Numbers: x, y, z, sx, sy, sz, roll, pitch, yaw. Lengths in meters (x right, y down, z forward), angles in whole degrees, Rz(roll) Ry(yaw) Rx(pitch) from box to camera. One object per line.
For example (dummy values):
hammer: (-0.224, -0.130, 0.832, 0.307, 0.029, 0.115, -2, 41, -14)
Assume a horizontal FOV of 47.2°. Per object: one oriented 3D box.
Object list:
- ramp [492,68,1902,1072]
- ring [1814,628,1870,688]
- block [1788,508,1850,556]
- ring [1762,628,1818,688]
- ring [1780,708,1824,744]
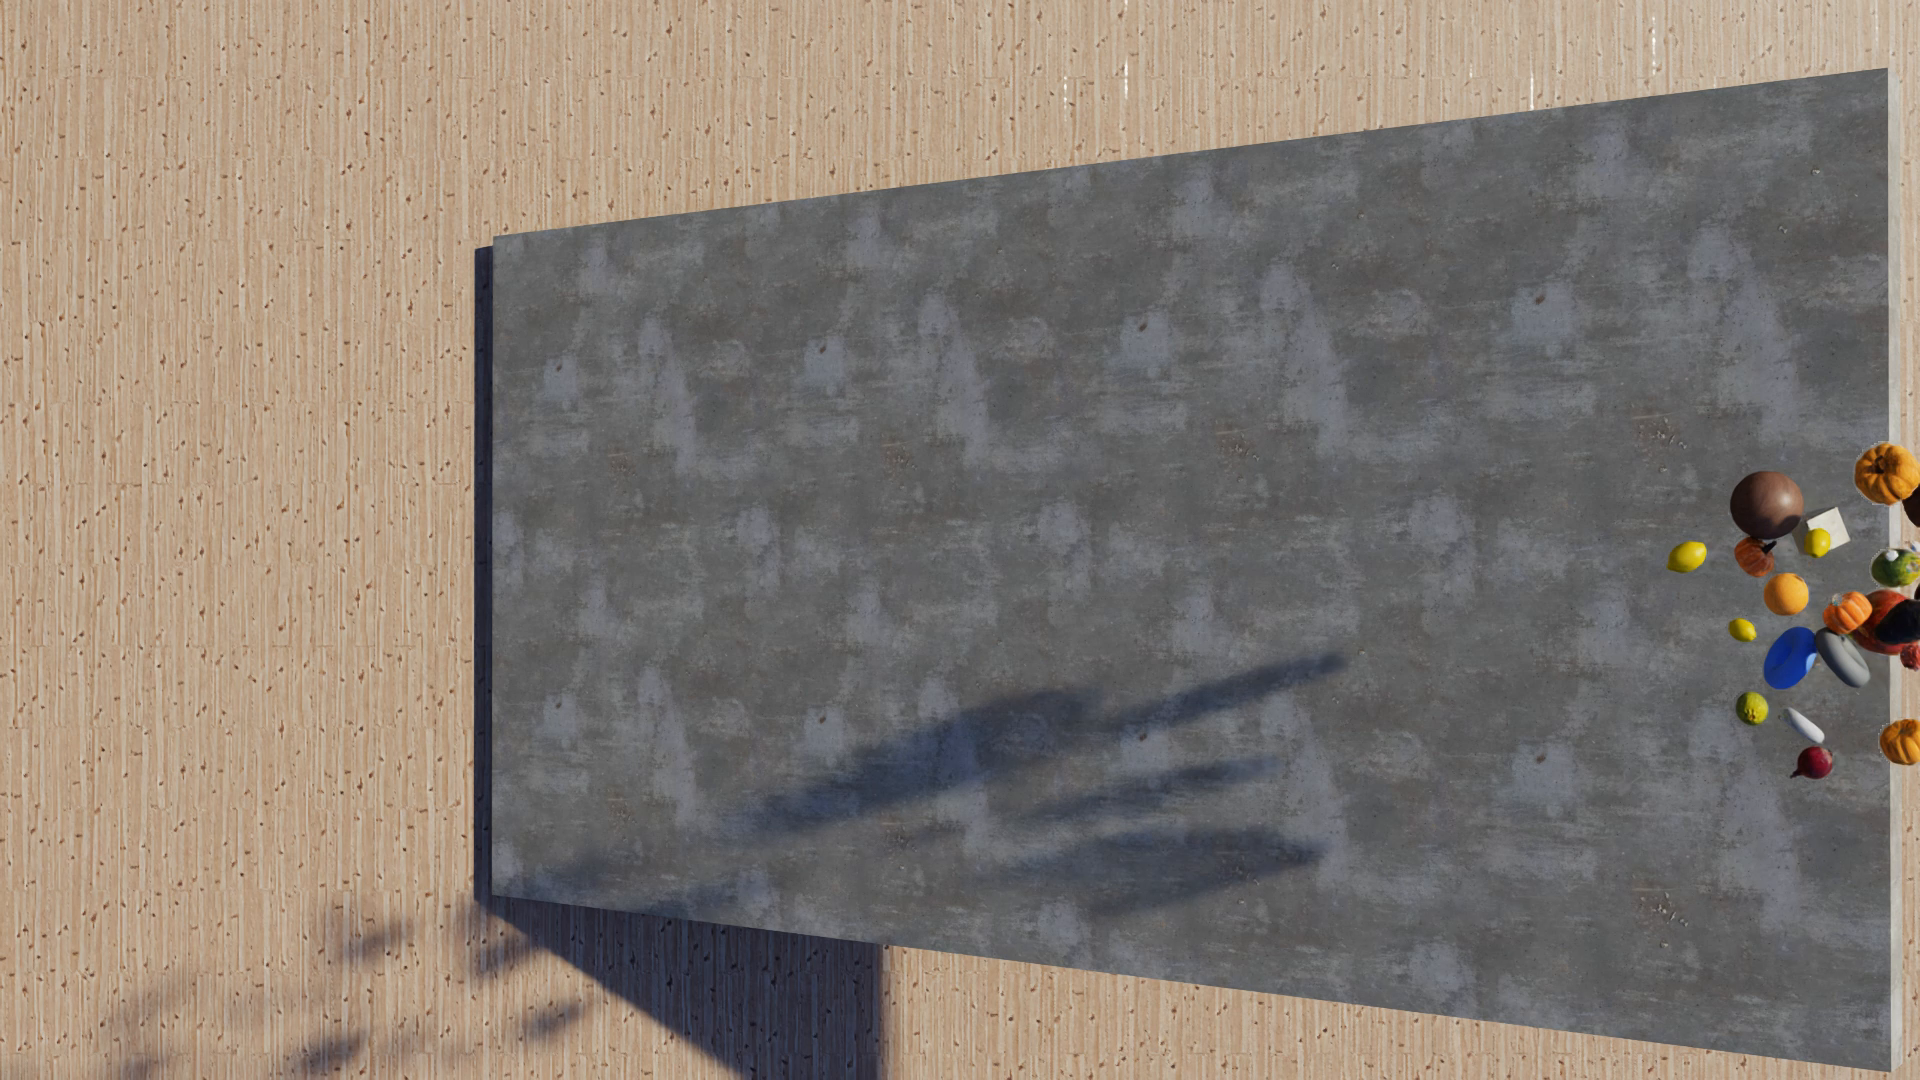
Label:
ramp: (0.244, 0.067, 5.568, 4.000, 0.100, 2.000, 0, 89, 35)
ring: (1.467, 0.195, 3.657, 0.038, 0.115, 0.115, -42, 90, 26)
block: (1.630, -0.016, 4.177, 0.068, 0.068, 0.068, -23, 93, -9)
ring: (1.413, 0.201, 3.741, 0.039, 0.116, 0.116, 31, 90, -10)
ring: (1.598, 0.353, 4.173, 0.091, 0.091, 0.030, 38, 99, 0)
